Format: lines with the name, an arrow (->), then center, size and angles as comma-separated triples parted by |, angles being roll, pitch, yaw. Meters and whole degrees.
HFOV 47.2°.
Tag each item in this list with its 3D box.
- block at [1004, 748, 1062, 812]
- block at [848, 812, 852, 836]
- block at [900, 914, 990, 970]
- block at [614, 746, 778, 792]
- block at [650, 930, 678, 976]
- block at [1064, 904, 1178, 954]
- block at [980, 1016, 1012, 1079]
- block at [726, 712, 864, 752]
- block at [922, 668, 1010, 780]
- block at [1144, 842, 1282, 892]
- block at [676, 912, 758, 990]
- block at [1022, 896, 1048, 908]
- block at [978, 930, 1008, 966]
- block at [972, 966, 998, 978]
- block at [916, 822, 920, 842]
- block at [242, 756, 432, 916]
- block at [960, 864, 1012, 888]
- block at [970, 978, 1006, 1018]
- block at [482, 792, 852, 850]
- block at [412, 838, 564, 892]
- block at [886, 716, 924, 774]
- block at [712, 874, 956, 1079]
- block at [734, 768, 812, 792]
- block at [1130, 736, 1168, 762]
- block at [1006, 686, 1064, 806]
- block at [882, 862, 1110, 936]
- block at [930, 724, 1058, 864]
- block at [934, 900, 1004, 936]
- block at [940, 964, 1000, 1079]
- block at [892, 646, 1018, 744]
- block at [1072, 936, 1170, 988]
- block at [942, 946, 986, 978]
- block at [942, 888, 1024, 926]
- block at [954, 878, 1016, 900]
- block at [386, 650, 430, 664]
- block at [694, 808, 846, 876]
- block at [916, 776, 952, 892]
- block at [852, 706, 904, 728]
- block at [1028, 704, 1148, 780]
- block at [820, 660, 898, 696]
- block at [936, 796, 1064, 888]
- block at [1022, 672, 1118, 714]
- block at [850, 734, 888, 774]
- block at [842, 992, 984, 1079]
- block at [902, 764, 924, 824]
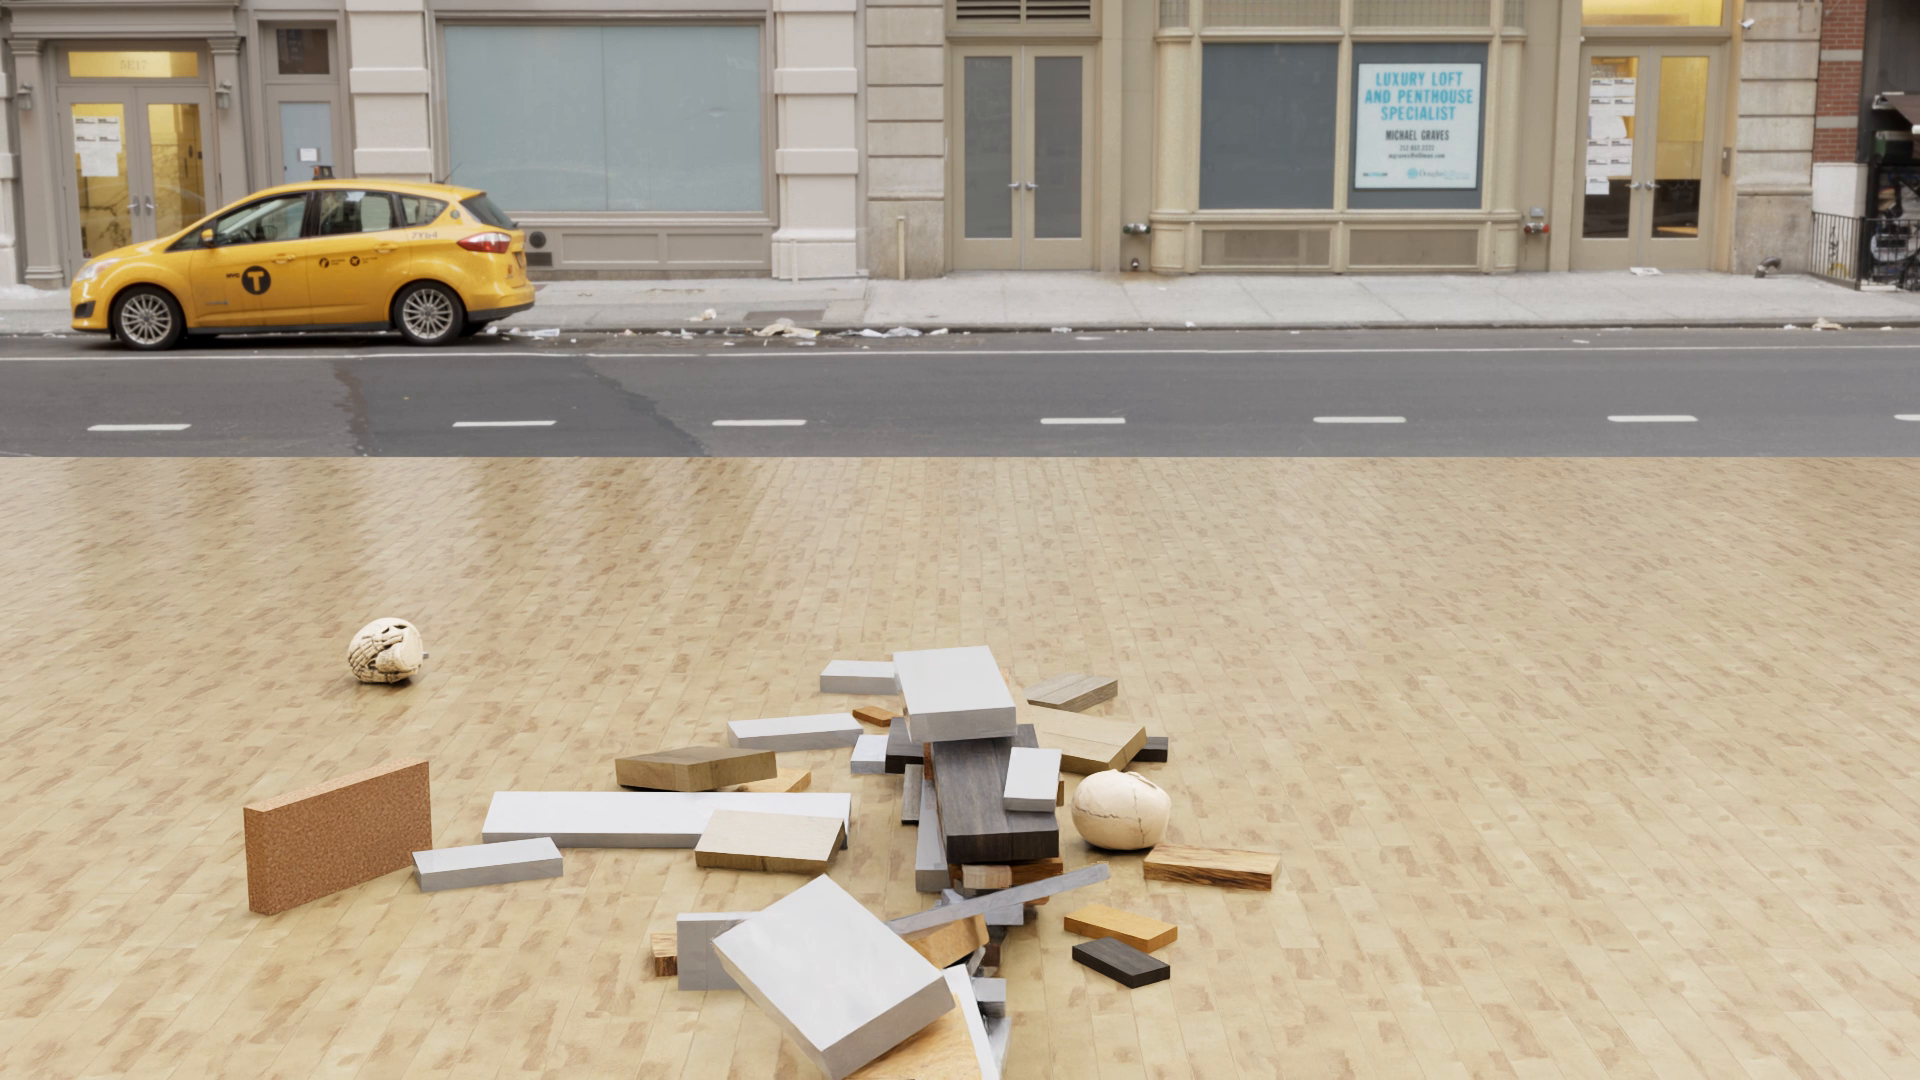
block -> 0.117, 0.384, 3.530 | 0.081, 0.023, 0.162 | 2, 24, 6
block -> -0.386, 0.513, 4.011 | 0.373, 0.027, 0.095 | 0, 11, 1
block -> -0.077, 0.562, 2.981 | 0.163, 0.046, 0.416 | -17, -7, 9
block -> -0.505, 0.433, 4.177 | 0.176, 0.050, 0.353 | -6, 0, -31
block -> -0.333, 0.627, 3.386 | 0.277, 0.031, 0.109 | -2, 11, -12
block -> 0.254, 0.614, 3.478 | 0.162, 0.023, 0.081 | 9, 14, 39
block -> 0.003, 0.683, 2.898 | 0.111, 0.031, 0.222 | 1, 9, 6
block -> -0.343, 0.403, 4.575 | 0.262, 0.037, 0.131 | -3, 11, -16
block -> 0.014, 0.330, 3.990 | 0.164, 0.047, 0.328 | -1, 24, -2
block -> 0.433, 0.558, 3.758 | 0.218, 0.031, 0.109 | 3, 11, 17
block -> -0.309, 0.610, 3.266 | 0.218, 0.109, 0.031 | -1, 11, -3
block -> 0.083, 0.574, 3.538 | 0.073, 0.021, 0.146 | 5, -3, 24
block -> 0.015, 0.614, 3.318 | 0.104, 0.029, 0.208 | 1, -4, 5
block -> 0.010, 0.636, 3.261 | 0.072, 0.020, 0.144 | 0, -4, 9
block -> 0.019, 0.448, 3.958 | 0.164, 0.047, 0.328 | 2, 34, 4
block -> -1.041, 0.494, 3.704 | 0.050, 0.176, 0.353 | 7, 13, 33
block -> 0.040, 0.512, 3.349 | 0.073, 0.021, 0.146 | 1, -3, -1
block -> 0.007, 0.637, 3.023 | 0.111, 0.031, 0.222 | 0, -21, 1
block -> -0.522, 0.502, 3.942 | 0.647, 0.034, 0.118 | 0, 31, 1
block -> -0.809, 0.555, 3.765 | 0.237, 0.034, 0.118 | -4, 11, -20
block -> 0.005, 0.405, 4.282 | 0.290, 0.041, 0.145 | 3, 26, 2
block -> -0.162, 0.535, 2.723 | 0.171, 0.049, 0.343 | -29, 24, -19
block -> -0.361, 0.476, 4.208 | 0.095, 0.027, 0.189 | 3, 11, 15
block -> 0.329, 0.424, 4.487 | 0.189, 0.027, 0.094 | 1, 11, 7
block -> 0.055, 0.360, 3.800 | 0.175, 0.049, 0.349 | -5, 24, -10
block -> -0.042, 0.532, 3.090 | 0.517, 0.021, 0.073 | -17, -8, 13
block -> 0.052, 0.407, 3.570 | 0.175, 0.049, 0.349 | -2, 24, -4
block -> 0.012, 0.591, 3.446 | 0.104, 0.029, 0.208 | 1, -3, -1
block -> -0.040, 0.645, 2.654 | 0.163, 0.046, 0.327 | -15, 26, -4
block -> -0.015, 0.265, 3.847 | 0.176, 0.050, 0.438 | -4, 11, -5
block -> 0.244, 0.641, 3.338 | 0.073, 0.021, 0.147 | -7, 13, -34
block -> -0.012, 0.608, 3.138 | 0.072, 0.020, 0.144 | -16, 4, 12
block -> 0.032, 0.558, 3.350 | 0.104, 0.029, 0.208 | 1, -3, -5
block -> 0.043, 0.533, 3.344 | 0.073, 0.021, 0.146 | 2, -3, -13
block -> -1.330, 0.282, 5.293 | 0.046, 0.013, 0.092 | 10, 14, 42
block -> -0.329, 0.525, 3.821 | 0.237, 0.034, 0.118 | 3, 31, 12
block -> 0.014, 0.484, 3.805 | 0.164, 0.047, 0.328 | 0, 31, 2
block -> -0.177, 0.381, 4.750 | 0.056, 0.016, 0.112 | -8, 13, -37
block -> 0.215, 0.405, 4.434 | 0.290, 0.041, 0.145 | 7, 31, 35
block -> -0.163, 0.316, 5.031 | 0.290, 0.041, 0.145 | 1, 11, 7
block -> 0.061, 0.487, 3.622 | 0.175, 0.049, 0.349 | -3, 16, -4
block -> 0.229, 0.346, 4.882 | 0.131, 0.037, 0.262 | 7, 13, 32
block -> -0.165, 0.433, 4.442 | 0.095, 0.027, 0.190 | 1, 11, 3
block -> -0.048, 0.656, 2.530 | 0.163, 0.046, 0.327 | -15, 26, -4
block -> -0.076, 0.469, 4.062 | 0.057, 0.113, 0.016 | 1, -33, 5
